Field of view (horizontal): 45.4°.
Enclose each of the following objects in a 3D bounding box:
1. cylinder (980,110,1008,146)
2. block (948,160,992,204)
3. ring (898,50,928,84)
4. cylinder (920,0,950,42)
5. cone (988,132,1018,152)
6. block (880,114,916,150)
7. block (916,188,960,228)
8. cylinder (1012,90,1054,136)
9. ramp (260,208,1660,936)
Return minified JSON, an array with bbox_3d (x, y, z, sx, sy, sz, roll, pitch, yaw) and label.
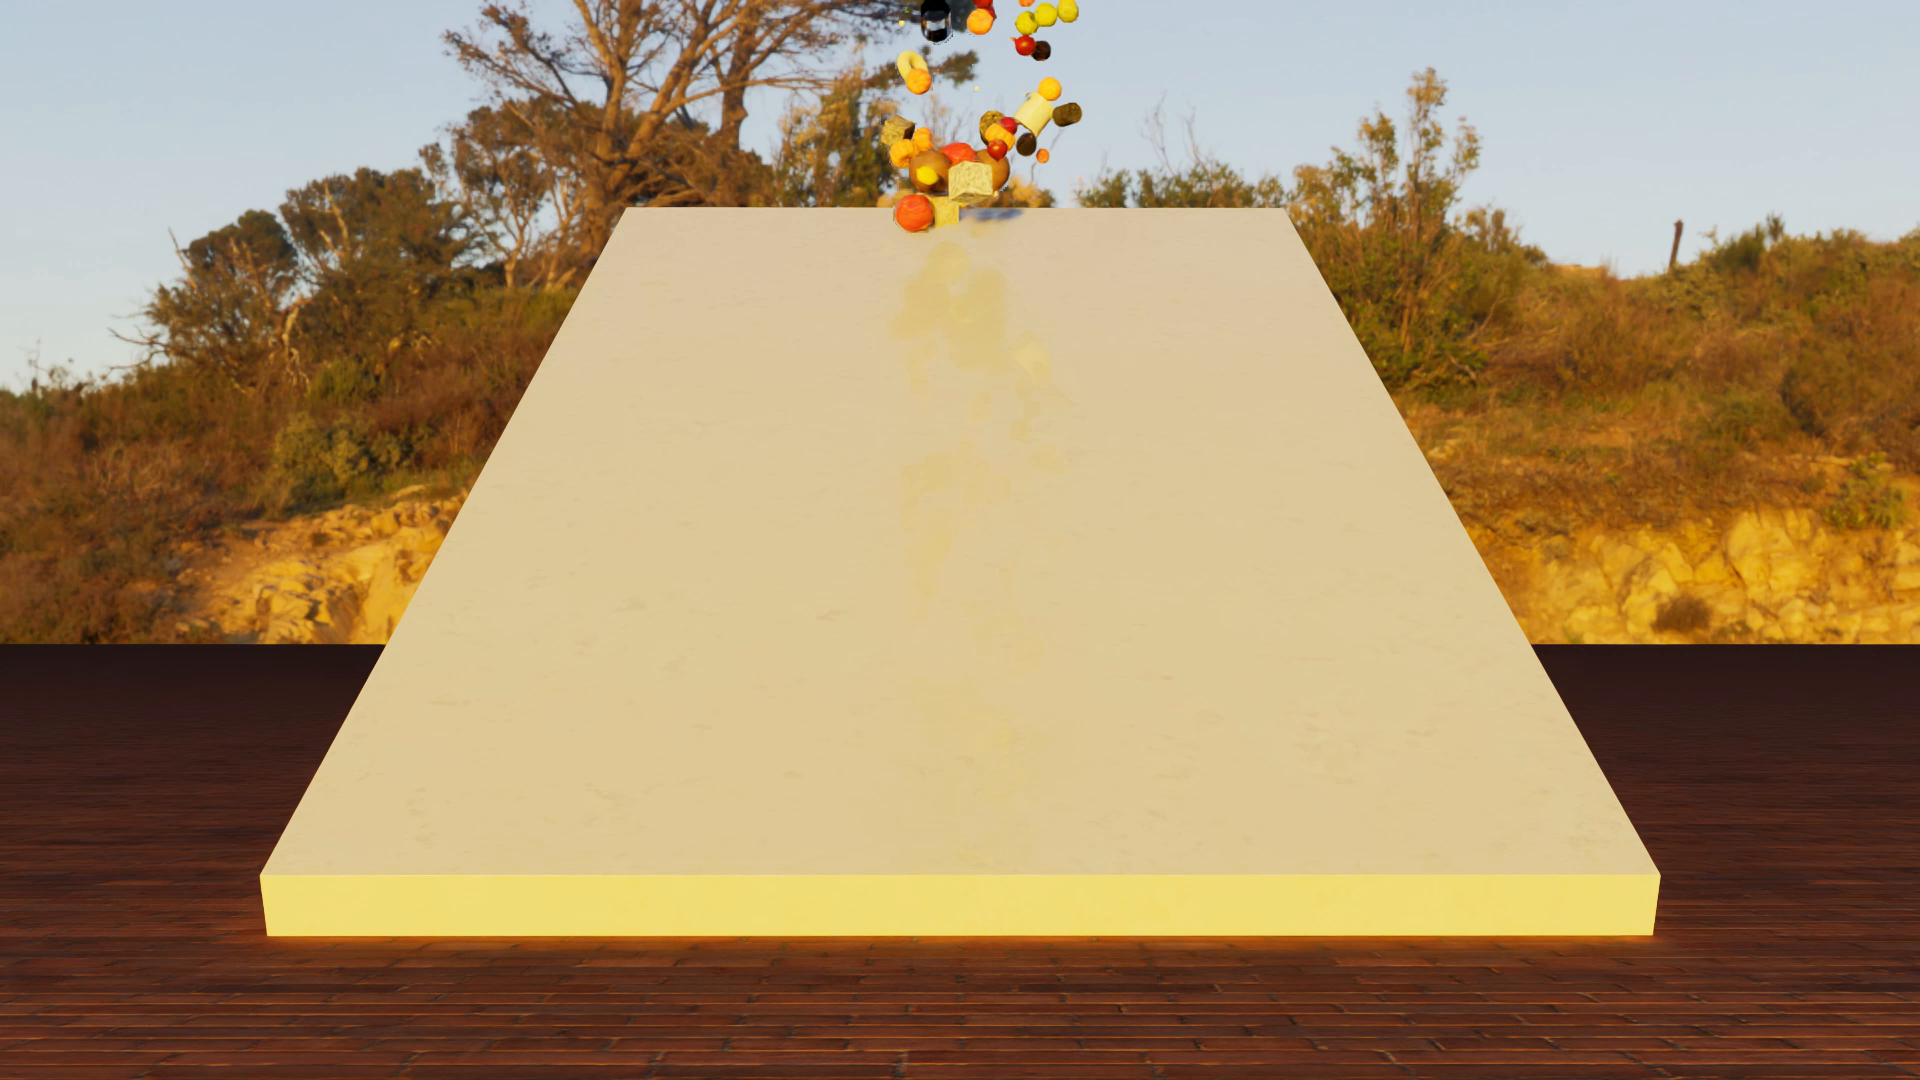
[{"bbox_3d":[0.101,-1.242,6.930,0.086,0.086,0.086,0,-7,2],"label":"cylinder"},{"bbox_3d":[0.029,-1.016,6.524,0.090,0.090,0.090,3,-10,-31],"label":"block"},{"bbox_3d":[-0.144,-1.441,6.999,0.113,0.113,0.038,2,-22,-43],"label":"ring"},{"bbox_3d":[-0.074,-1.569,6.928,0.091,0.091,0.091,0,-28,1],"label":"cylinder"},{"bbox_3d":[0.142,-1.224,6.989,0.087,0.087,0.087,5,1,30],"label":"cone"},{"bbox_3d":[-0.186,-1.223,6.885,0.069,0.069,0.069,27,34,15],"label":"block"},{"bbox_3d":[-0.065,-0.983,6.795,0.088,0.088,0.088,-18,28,-34],"label":"block"},{"bbox_3d":[0.224,-1.272,6.844,0.096,0.096,0.096,37,6,-4],"label":"cylinder"},{"bbox_3d":[-0.006,-0.220,5.150,2.000,0.100,4.000,0,22,0],"label":"ramp"}]
